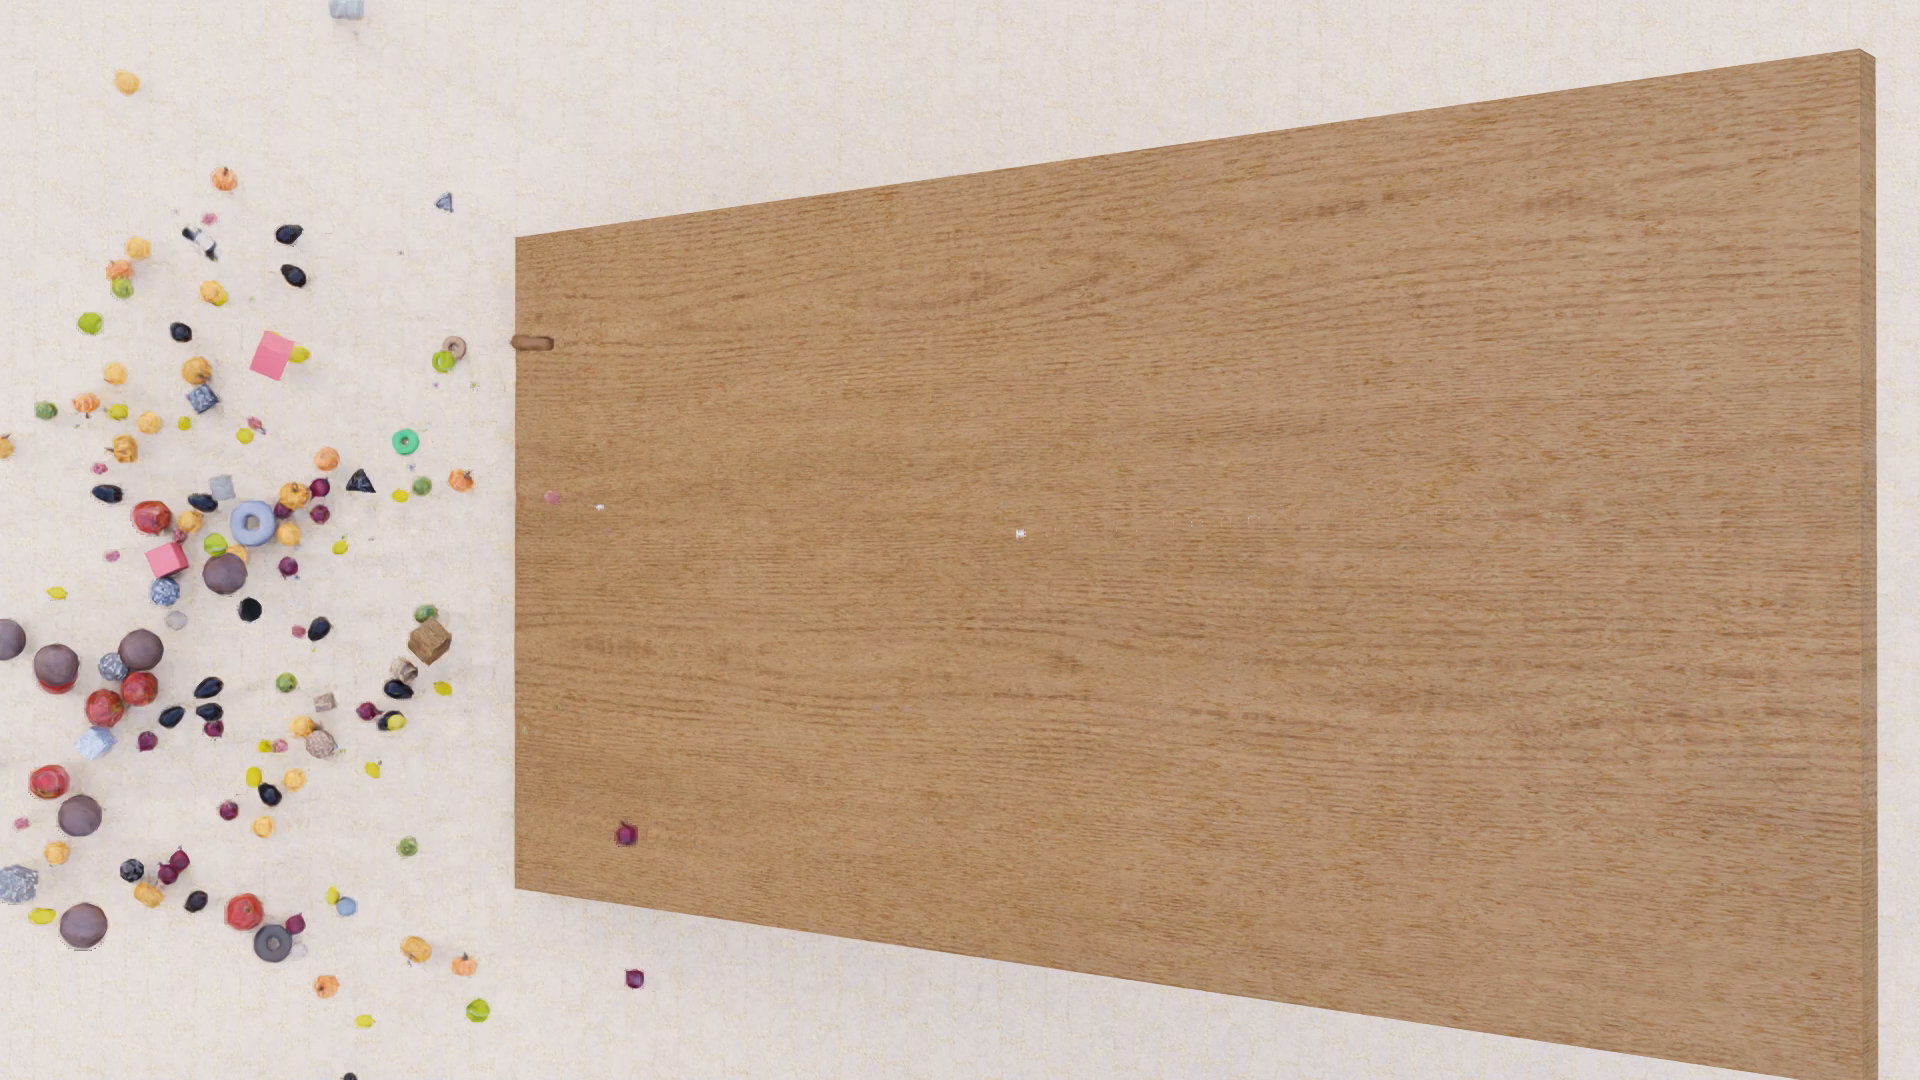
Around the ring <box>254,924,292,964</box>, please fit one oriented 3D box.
[{"bbox_3d":[-2.126,1.249,6.805,0.121,0.040,0.121,0,89,1],"label":"ring"}]

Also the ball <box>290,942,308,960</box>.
[{"bbox_3d":[-2.044,1.271,6.799,0.051,0.051,0.051,0,90,0],"label":"ball"}]

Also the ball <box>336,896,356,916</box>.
[{"bbox_3d":[-1.895,1.132,6.790,0.061,0.061,0.061,0,90,0],"label":"ball"}]

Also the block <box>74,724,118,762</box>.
[{"bbox_3d":[-2.667,0.625,6.786,0.076,0.076,0.076,-42,90,9],"label":"block"}]

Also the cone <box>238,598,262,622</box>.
[{"bbox_3d":[-2.207,0.216,6.794,0.076,0.076,0.076,0,90,0],"label":"cone"}]

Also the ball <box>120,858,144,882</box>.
[{"bbox_3d":[-2.558,1.021,6.791,0.071,0.071,0.071,0,90,0],"label":"ball"}]

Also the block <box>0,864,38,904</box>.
[{"bbox_3d":[-2.901,1.057,6.758,0.084,0.084,0.084,14,96,18],"label":"block"}]

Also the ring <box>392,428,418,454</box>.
[{"bbox_3d":[-1.720,-0.306,6.821,0.083,0.028,0.083,0,89,1],"label":"ring"}]

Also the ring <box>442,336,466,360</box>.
[{"bbox_3d":[-1.570,-0.596,6.824,0.077,0.026,0.077,0,88,0],"label":"ring"}]

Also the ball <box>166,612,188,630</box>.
[{"bbox_3d":[-2.421,0.250,6.801,0.060,0.060,0.060,0,90,0],"label":"ball"}]

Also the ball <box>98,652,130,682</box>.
[{"bbox_3d":[-2.609,0.391,6.785,0.092,0.092,0.092,0,90,0],"label":"ball"}]

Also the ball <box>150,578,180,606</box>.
[{"bbox_3d":[-2.452,0.159,6.787,0.090,0.090,0.090,0,90,0],"label":"ball"}]

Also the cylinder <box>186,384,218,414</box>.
[{"bbox_3d":[-2.340,-0.436,6.792,0.069,0.069,0.069,-35,90,-7],"label":"cylinder"}]

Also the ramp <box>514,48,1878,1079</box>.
[{"bbox_3d":[0.214,0.062,5.529,4.000,0.100,2.000,0,90,39],"label":"ramp"}]

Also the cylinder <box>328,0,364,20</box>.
[{"bbox_3d":[-1.896,-1.654,6.800,0.086,0.086,0.086,6,90,0],"label":"cylinder"}]

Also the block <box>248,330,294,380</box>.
[{"bbox_3d":[-2.104,-0.564,6.724,0.094,0.094,0.094,23,119,-19],"label":"block"}]

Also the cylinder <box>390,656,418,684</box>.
[{"bbox_3d":[-1.716,0.402,6.784,0.063,0.063,0.063,34,90,22],"label":"cylinder"}]

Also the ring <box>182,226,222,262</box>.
[{"bbox_3d":[-2.316,-0.905,6.720,0.143,0.143,0.048,38,73,0],"label":"ring"}]

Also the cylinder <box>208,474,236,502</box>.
[{"bbox_3d":[-2.271,-0.160,6.767,0.069,0.069,0.069,-6,101,0],"label":"cylinder"}]

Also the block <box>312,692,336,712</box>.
[{"bbox_3d":[-1.965,0.503,6.804,0.051,0.051,0.051,-13,90,0],"label":"block"}]

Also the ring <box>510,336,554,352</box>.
[{"bbox_3d":[-1.265,-0.583,6.508,0.128,0.128,0.043,3,95,0],"label":"ring"}]

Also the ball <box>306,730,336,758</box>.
[{"bbox_3d":[-1.973,0.629,6.782,0.088,0.088,0.088,0,90,0],"label":"ball"}]

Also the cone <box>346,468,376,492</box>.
[{"bbox_3d":[-1.842,-0.167,6.815,0.083,0.083,0.083,31,90,-33],"label":"cone"}]

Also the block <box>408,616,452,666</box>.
[{"bbox_3d":[-1.630,0.312,6.760,0.090,0.090,0.090,40,53,9],"label":"block"}]

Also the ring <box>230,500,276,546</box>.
[{"bbox_3d":[-2.189,-0.053,6.809,0.146,0.049,0.146,0,87,0],"label":"ring"}]

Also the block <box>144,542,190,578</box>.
[{"bbox_3d":[-2.447,0.062,6.790,0.085,0.085,0.085,-24,90,0],"label":"block"}]
